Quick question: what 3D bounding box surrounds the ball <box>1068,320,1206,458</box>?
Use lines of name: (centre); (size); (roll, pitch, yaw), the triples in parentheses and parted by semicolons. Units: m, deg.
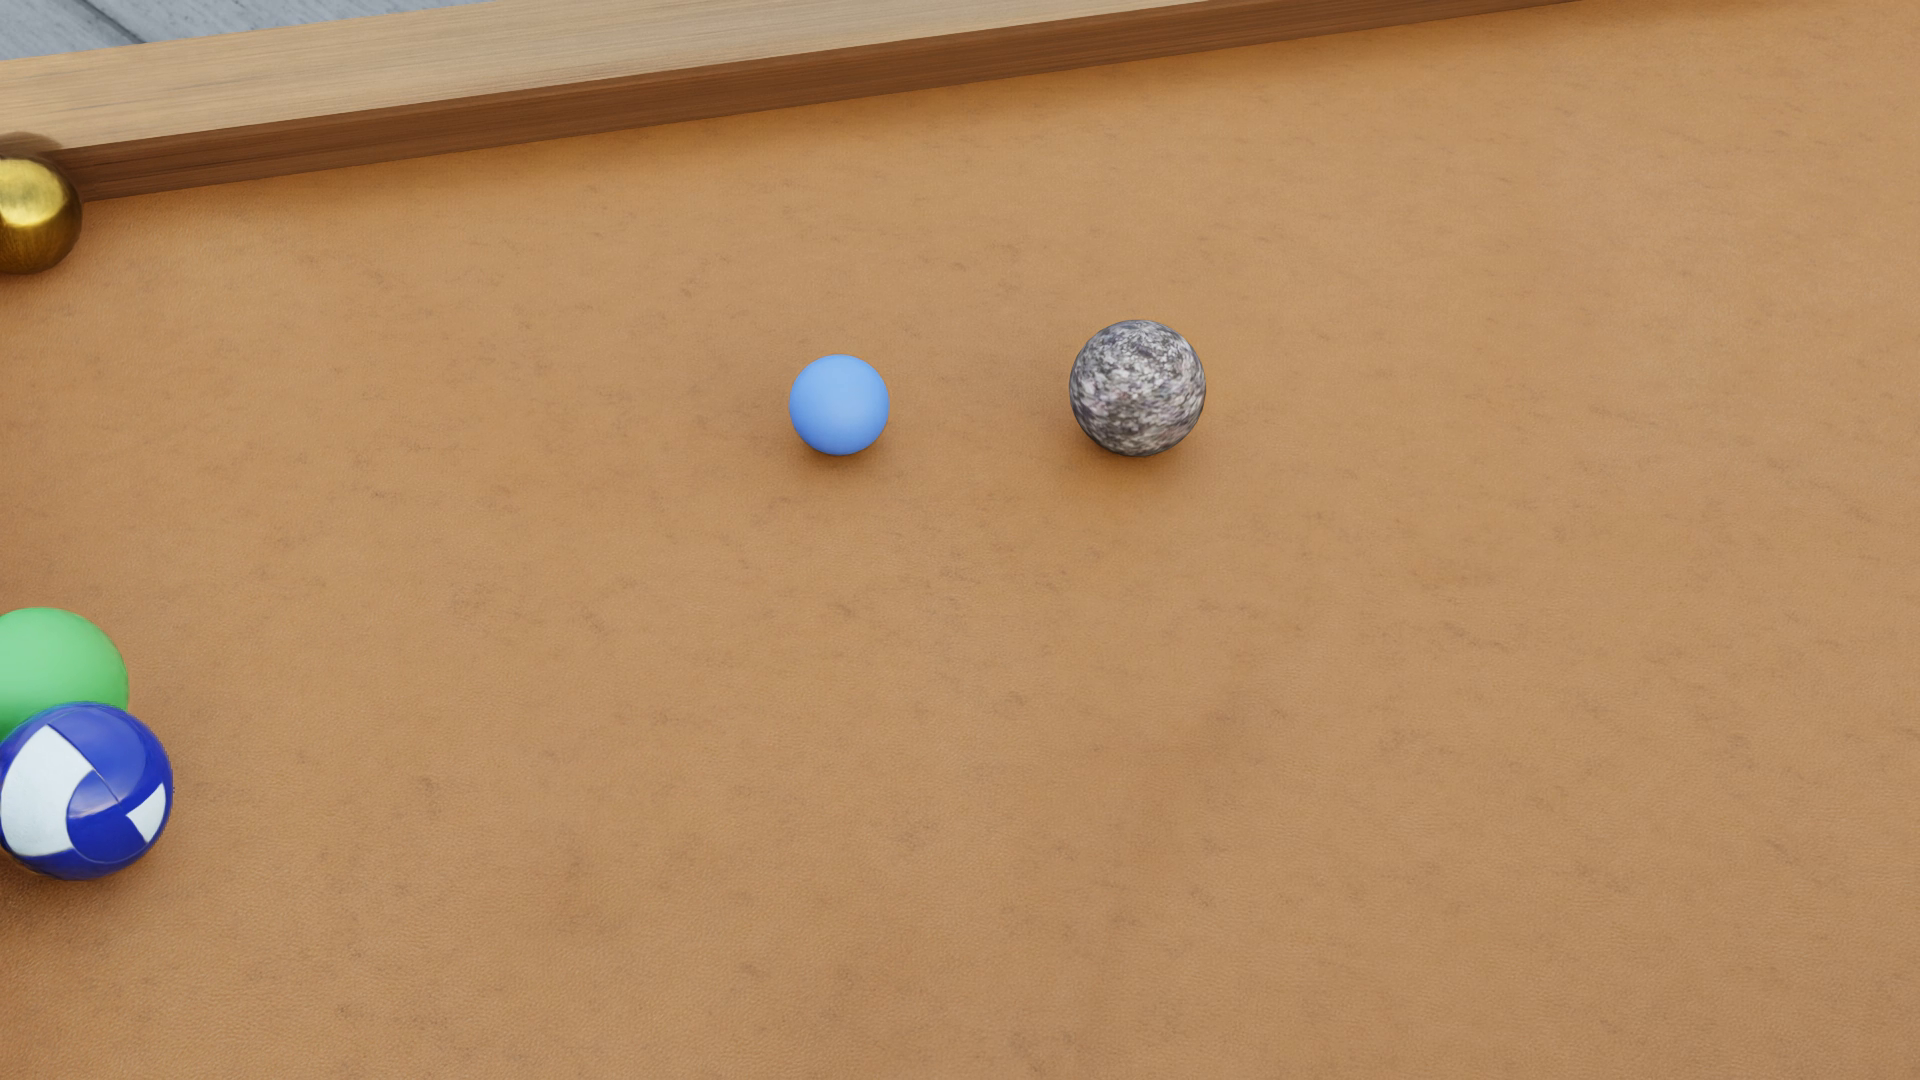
ball: (0.120, -0.103, 1.735); (0.093, 0.093, 0.093); (0, 35, 0)

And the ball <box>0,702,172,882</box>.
ball: (-0.478, 0.136, 1.391); (0.097, 0.097, 0.097); (0, 35, 0)

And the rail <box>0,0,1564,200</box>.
rail: (0.401, -0.509, 2.282); (2.557, 0.126, 0.045); (-10, 36, -14)

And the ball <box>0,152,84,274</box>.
ball: (-0.712, -0.247, 1.942); (0.091, 0.091, 0.091); (0, 35, 0)

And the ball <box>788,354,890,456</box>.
ball: (-0.082, -0.092, 1.740); (0.068, 0.068, 0.068); (0, 35, 0)

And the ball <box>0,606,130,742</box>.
ball: (-0.524, 0.086, 1.462); (0.097, 0.097, 0.097); (0, 35, 0)
